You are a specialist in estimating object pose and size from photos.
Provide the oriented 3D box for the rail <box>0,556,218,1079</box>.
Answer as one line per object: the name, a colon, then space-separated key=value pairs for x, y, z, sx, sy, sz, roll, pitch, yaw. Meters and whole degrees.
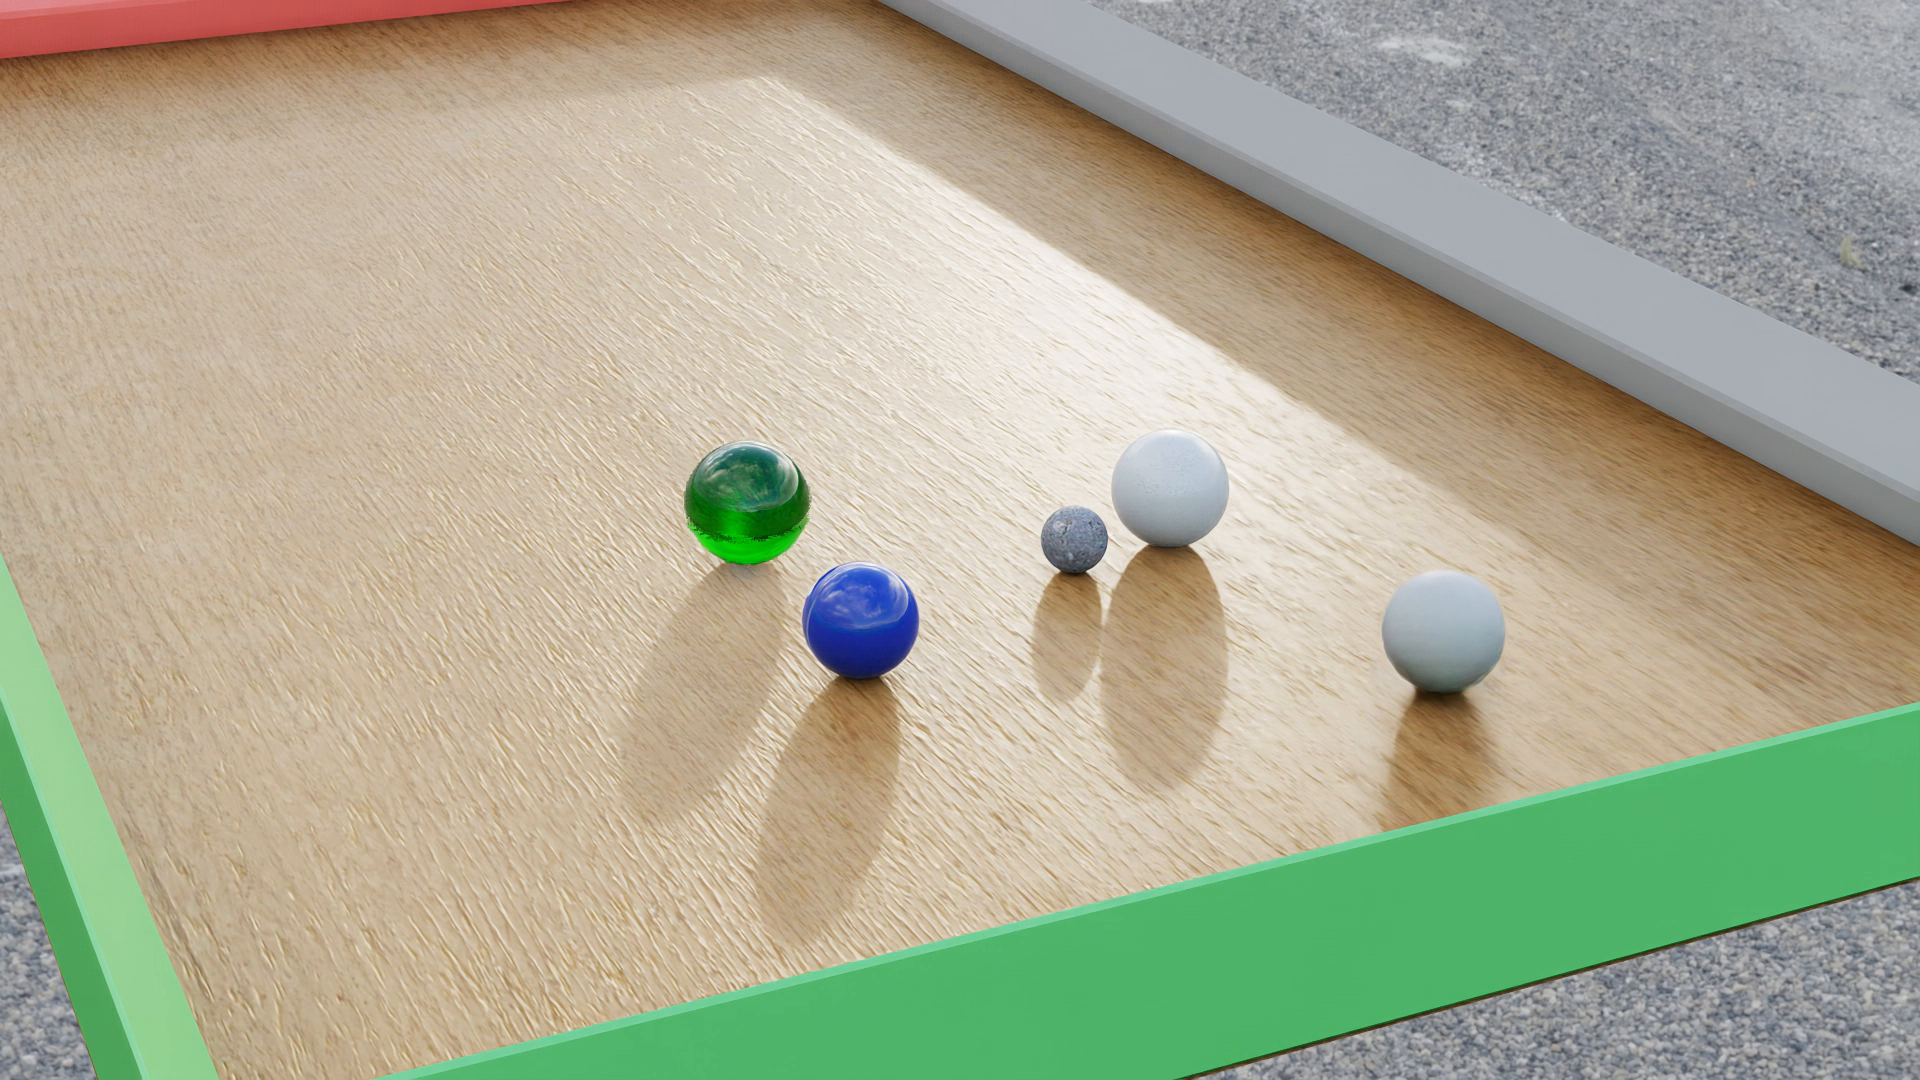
rail: x=-0.903 y=-0.145 z=2.490 sx=0.045 sy=0.125 sz=2.625 roll=-11 pitch=26 yaw=-23

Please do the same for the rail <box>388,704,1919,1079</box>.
rail: x=0.267 y=0.204 z=1.687 sx=1.427 sy=0.125 sz=0.045 roll=-11 pitch=26 yaw=-23

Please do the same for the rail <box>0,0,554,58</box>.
rail: x=-0.822 y=-0.728 z=3.828 sx=1.427 sy=0.125 sz=0.045 roll=-11 pitch=26 yaw=-23

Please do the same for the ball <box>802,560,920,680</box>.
ball: x=-0.070 y=0.057 z=2.080 sx=0.084 sy=0.084 sz=0.084 roll=0 pitch=24 yaw=0

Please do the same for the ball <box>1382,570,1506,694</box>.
ball: x=0.339 y=0.064 z=2.060 sx=0.086 sy=0.086 sz=0.086 roll=0 pitch=24 yaw=0

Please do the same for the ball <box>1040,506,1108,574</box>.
ball: x=0.088 y=-0.001 z=2.251 sx=0.052 sy=0.052 sz=0.052 roll=0 pitch=24 yaw=0

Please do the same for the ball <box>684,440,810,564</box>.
ball: x=-0.163 y=-0.029 z=2.262 sx=0.096 sy=0.096 sz=0.096 roll=0 pitch=24 yaw=0

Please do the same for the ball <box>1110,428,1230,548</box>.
ball: x=0.164 y=-0.040 z=2.291 sx=0.093 sy=0.093 sz=0.093 roll=0 pitch=24 yaw=0

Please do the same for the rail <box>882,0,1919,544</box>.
rail: x=0.348 y=-0.378 z=3.025 sx=0.045 sy=0.125 sz=2.625 roll=-11 pitch=26 yaw=-23
